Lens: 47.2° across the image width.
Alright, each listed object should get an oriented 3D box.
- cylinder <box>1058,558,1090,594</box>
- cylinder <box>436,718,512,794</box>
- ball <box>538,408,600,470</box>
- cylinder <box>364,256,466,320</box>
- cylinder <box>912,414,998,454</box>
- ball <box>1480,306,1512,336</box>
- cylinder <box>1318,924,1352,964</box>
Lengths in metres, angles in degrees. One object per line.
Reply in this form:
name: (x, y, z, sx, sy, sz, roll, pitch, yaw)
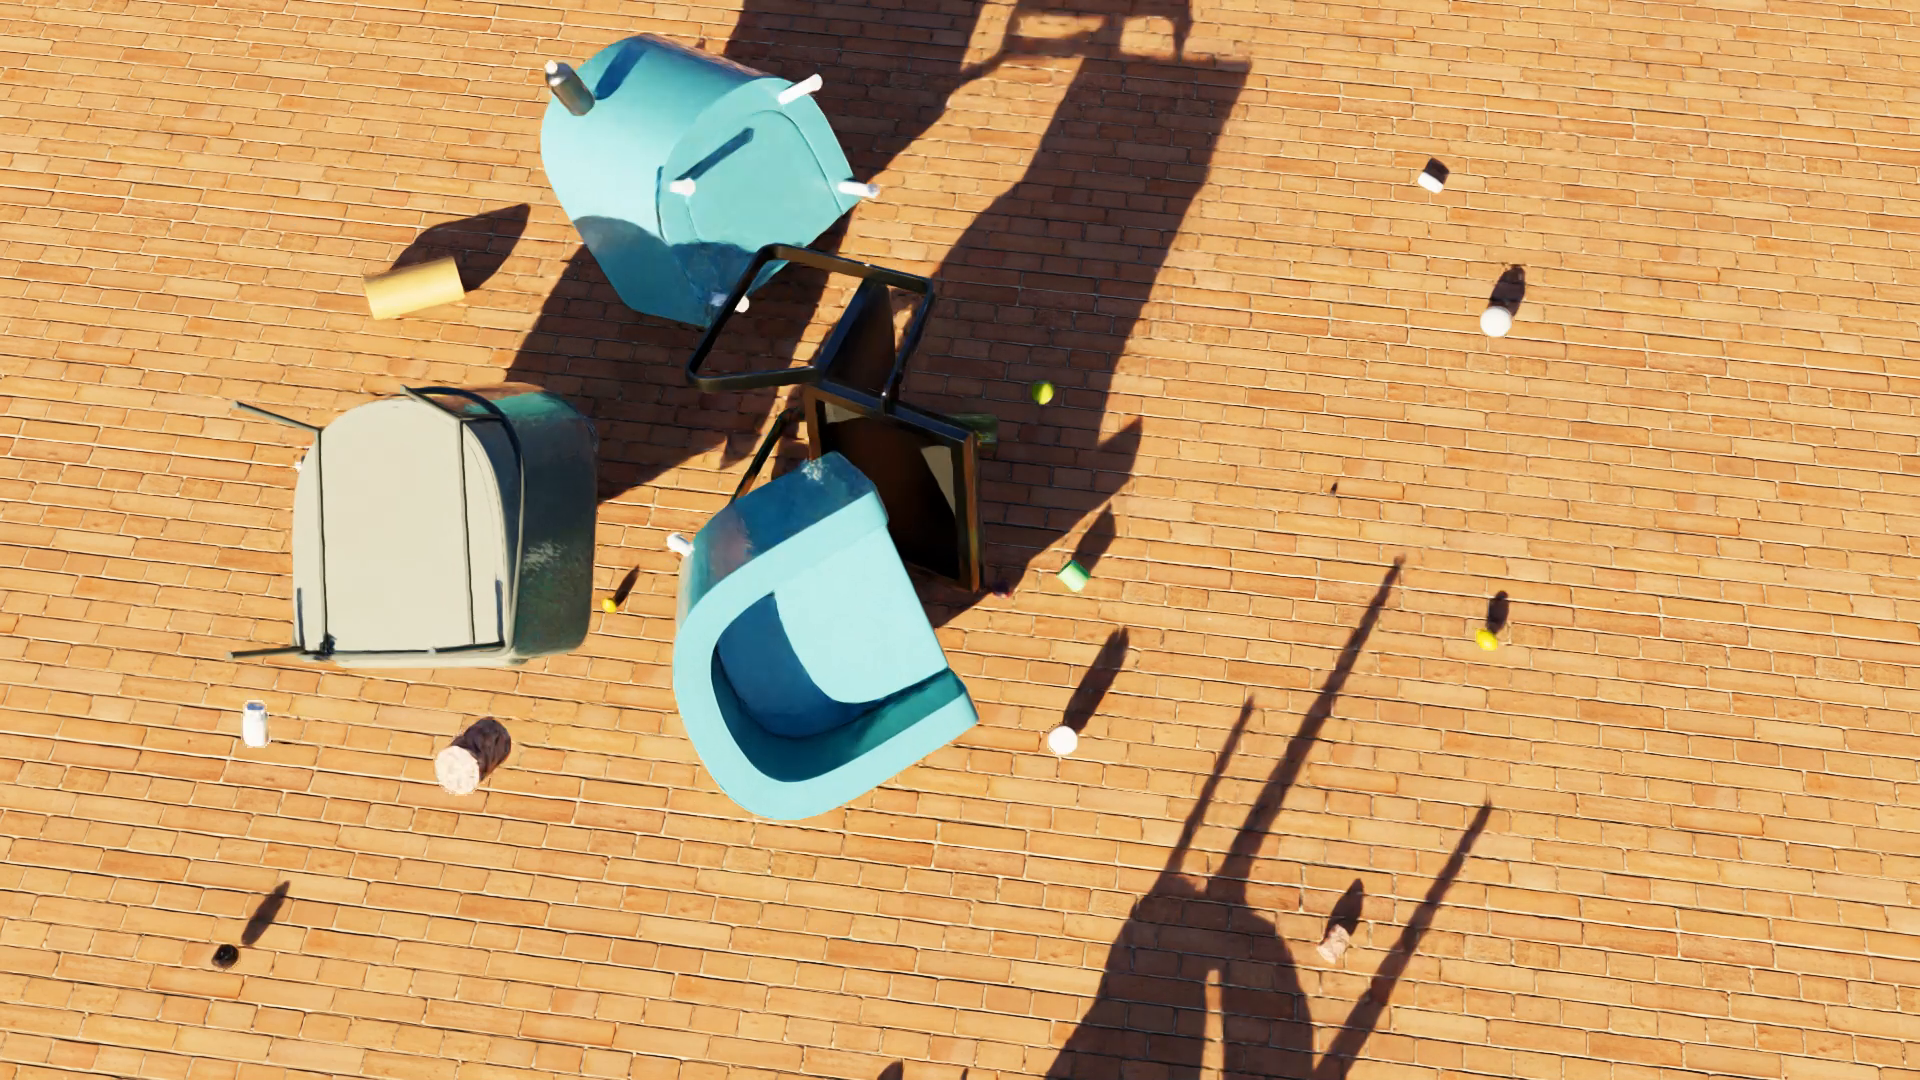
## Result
cylinder: (0.334, 0.105, 6.435, 0.073, 0.096, 0.070, 44, 95, -1)
cylinder: (-1.203, 0.534, 5.443, 0.120, 0.131, 0.164, 32, 27, 5)
ball: (-1.152, -0.295, 6.473, 0.182, 0.182, 0.182, 0, 56, 0)
cylinder: (-1.744, -0.805, 7.031, 0.290, 0.133, 0.173, -16, 35, -10)
cylinder: (-0.015, -0.327, 6.725, 0.256, 0.113, 0.116, 1, 71, 1)
ball: (1.702, -0.696, 6.981, 0.099, 0.099, 0.099, 0, 56, 0)
cylinder: (0.990, 1.069, 5.819, 0.077, 0.068, 0.051, -44, 27, -25)
